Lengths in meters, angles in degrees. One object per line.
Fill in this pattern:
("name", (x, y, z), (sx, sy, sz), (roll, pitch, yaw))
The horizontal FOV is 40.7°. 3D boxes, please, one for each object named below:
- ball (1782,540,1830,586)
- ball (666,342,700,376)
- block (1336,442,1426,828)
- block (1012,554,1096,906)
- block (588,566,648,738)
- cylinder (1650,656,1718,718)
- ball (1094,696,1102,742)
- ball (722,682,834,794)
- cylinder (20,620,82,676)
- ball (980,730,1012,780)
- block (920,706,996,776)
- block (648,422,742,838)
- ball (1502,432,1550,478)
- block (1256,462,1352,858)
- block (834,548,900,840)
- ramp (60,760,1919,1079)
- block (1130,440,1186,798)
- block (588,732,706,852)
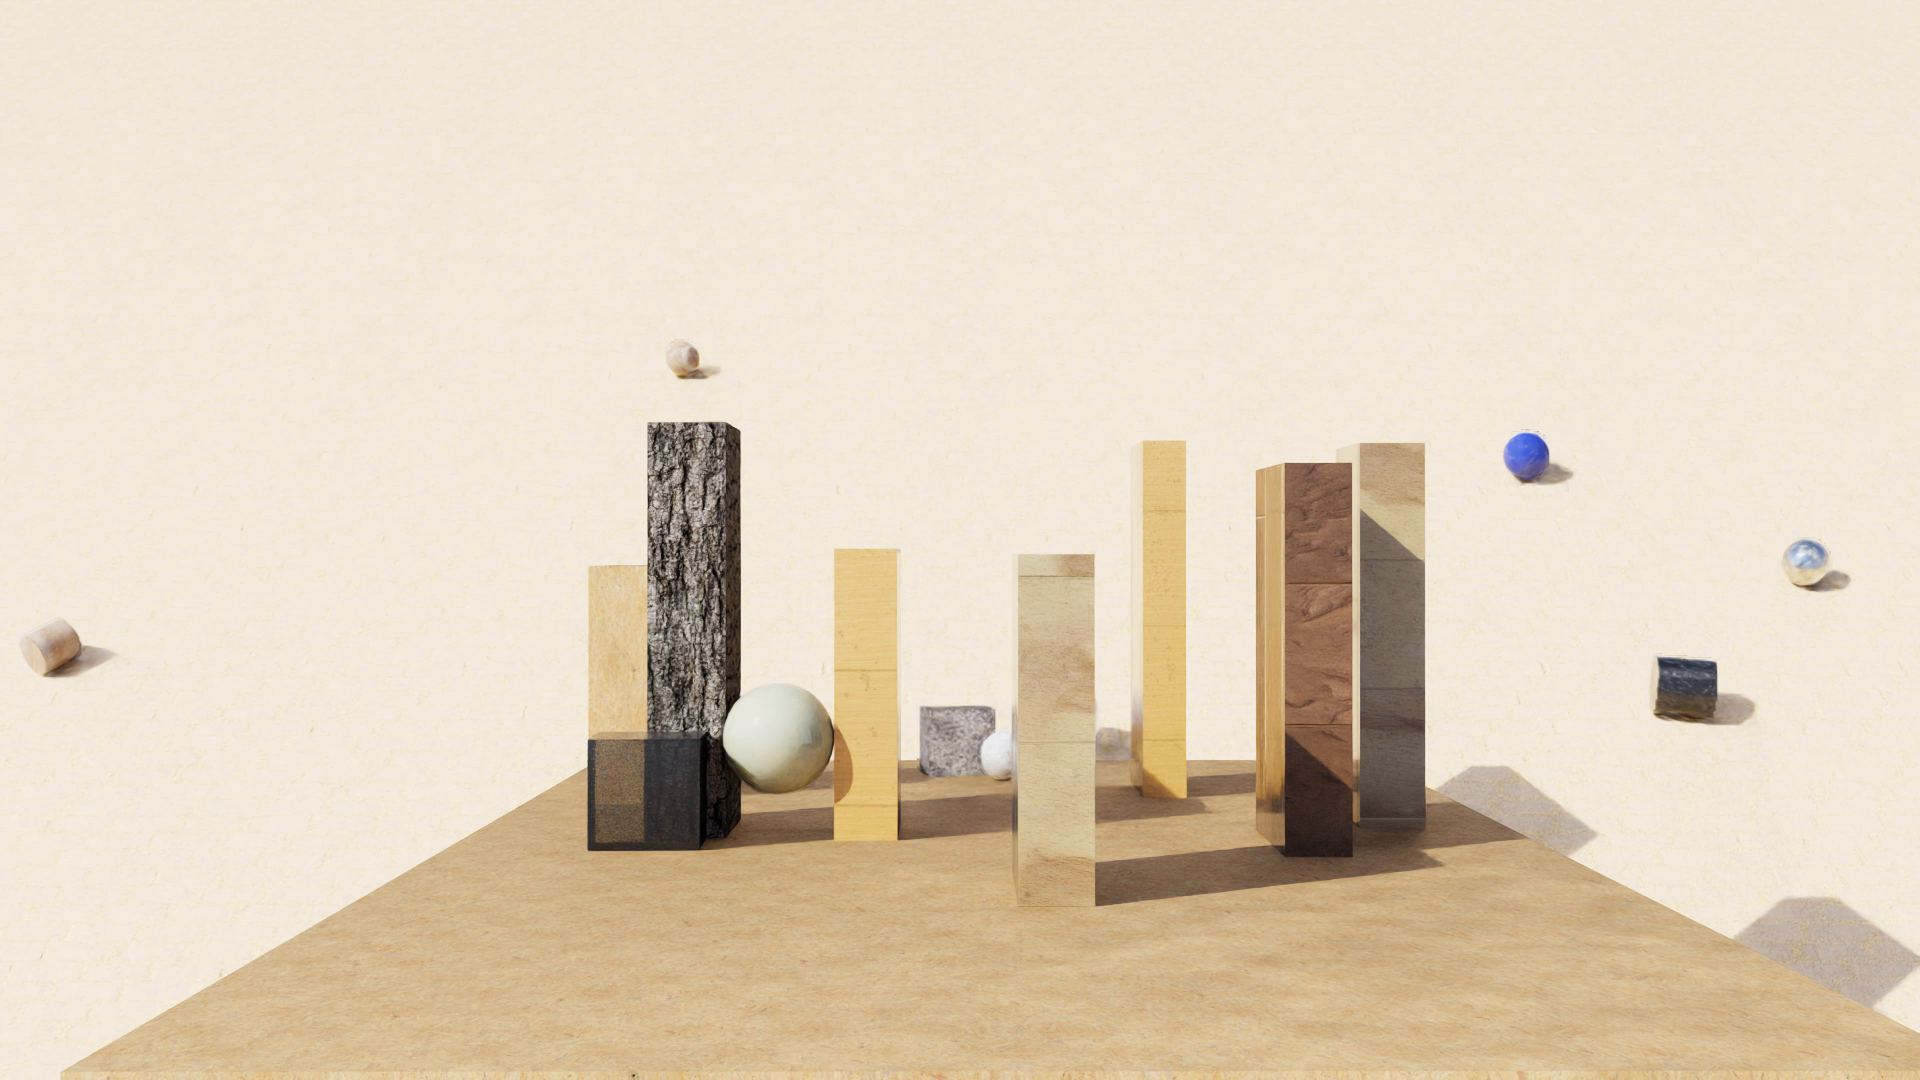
("ball", (2.469, 0.066, 7.555), (0.137, 0.137, 0.137), (0, 31, 0))
("ball", (-0.934, -0.611, 8.718), (0.114, 0.114, 0.114), (0, 31, 0))
("block", (0.839, 0.186, 5.183), (0.127, 0.748, 0.322), (0, 0, 0))
("block", (0.146, 0.289, 4.140), (0.116, 0.534, 0.441), (0, 0, 0))
("block", (-0.735, 0.310, 5.768), (0.131, 0.507, 0.387), (0, 0, 0))
("cylinder", (1.951, 0.396, 6.982), (0.155, 0.155, 0.155), (5, 31, 8))
("ball", (0.272, 0.470, 6.784), (0.202, 0.202, 0.202), (0, 31, 0))
("ball", (-0.338, 0.369, 4.832), (0.208, 0.208, 0.208), (0, 31, 0))
("cylinder", (-2.522, 0.297, 7.186), (0.117, 0.117, 0.117), (23, 38, 33))
("ball", (0.107, 0.505, 6.079), (0.119, 0.119, 0.119), (0, 31, 0))
("block", (-0.006, 0.486, 6.275), (0.159, 0.159, 0.159), (0, 0, -10))
("block", (-0.513, 0.170, 5.030), (0.147, 0.781, 0.346), (0, 0, 0))
("ball", (1.772, -0.264, 8.103), (0.147, 0.147, 0.147), (0, 31, 0))
("block", (0.631, 0.212, 4.776), (0.119, 0.694, 0.445), (0, 0, 0))
("block", (-0.175, 0.288, 4.966), (0.118, 0.543, 0.308), (0, 0, 0))
("ramp", (0.068, 0.608, 4.677), (2.000, 0.100, 4.000), (0, 0, 0))
("block", (0.446, 0.174, 5.850), (0.095, 0.780, 0.401), (0, 0, 0))
("block", (-0.572, 0.459, 4.752), (0.201, 0.201, 0.201), (0, 0, -2))
